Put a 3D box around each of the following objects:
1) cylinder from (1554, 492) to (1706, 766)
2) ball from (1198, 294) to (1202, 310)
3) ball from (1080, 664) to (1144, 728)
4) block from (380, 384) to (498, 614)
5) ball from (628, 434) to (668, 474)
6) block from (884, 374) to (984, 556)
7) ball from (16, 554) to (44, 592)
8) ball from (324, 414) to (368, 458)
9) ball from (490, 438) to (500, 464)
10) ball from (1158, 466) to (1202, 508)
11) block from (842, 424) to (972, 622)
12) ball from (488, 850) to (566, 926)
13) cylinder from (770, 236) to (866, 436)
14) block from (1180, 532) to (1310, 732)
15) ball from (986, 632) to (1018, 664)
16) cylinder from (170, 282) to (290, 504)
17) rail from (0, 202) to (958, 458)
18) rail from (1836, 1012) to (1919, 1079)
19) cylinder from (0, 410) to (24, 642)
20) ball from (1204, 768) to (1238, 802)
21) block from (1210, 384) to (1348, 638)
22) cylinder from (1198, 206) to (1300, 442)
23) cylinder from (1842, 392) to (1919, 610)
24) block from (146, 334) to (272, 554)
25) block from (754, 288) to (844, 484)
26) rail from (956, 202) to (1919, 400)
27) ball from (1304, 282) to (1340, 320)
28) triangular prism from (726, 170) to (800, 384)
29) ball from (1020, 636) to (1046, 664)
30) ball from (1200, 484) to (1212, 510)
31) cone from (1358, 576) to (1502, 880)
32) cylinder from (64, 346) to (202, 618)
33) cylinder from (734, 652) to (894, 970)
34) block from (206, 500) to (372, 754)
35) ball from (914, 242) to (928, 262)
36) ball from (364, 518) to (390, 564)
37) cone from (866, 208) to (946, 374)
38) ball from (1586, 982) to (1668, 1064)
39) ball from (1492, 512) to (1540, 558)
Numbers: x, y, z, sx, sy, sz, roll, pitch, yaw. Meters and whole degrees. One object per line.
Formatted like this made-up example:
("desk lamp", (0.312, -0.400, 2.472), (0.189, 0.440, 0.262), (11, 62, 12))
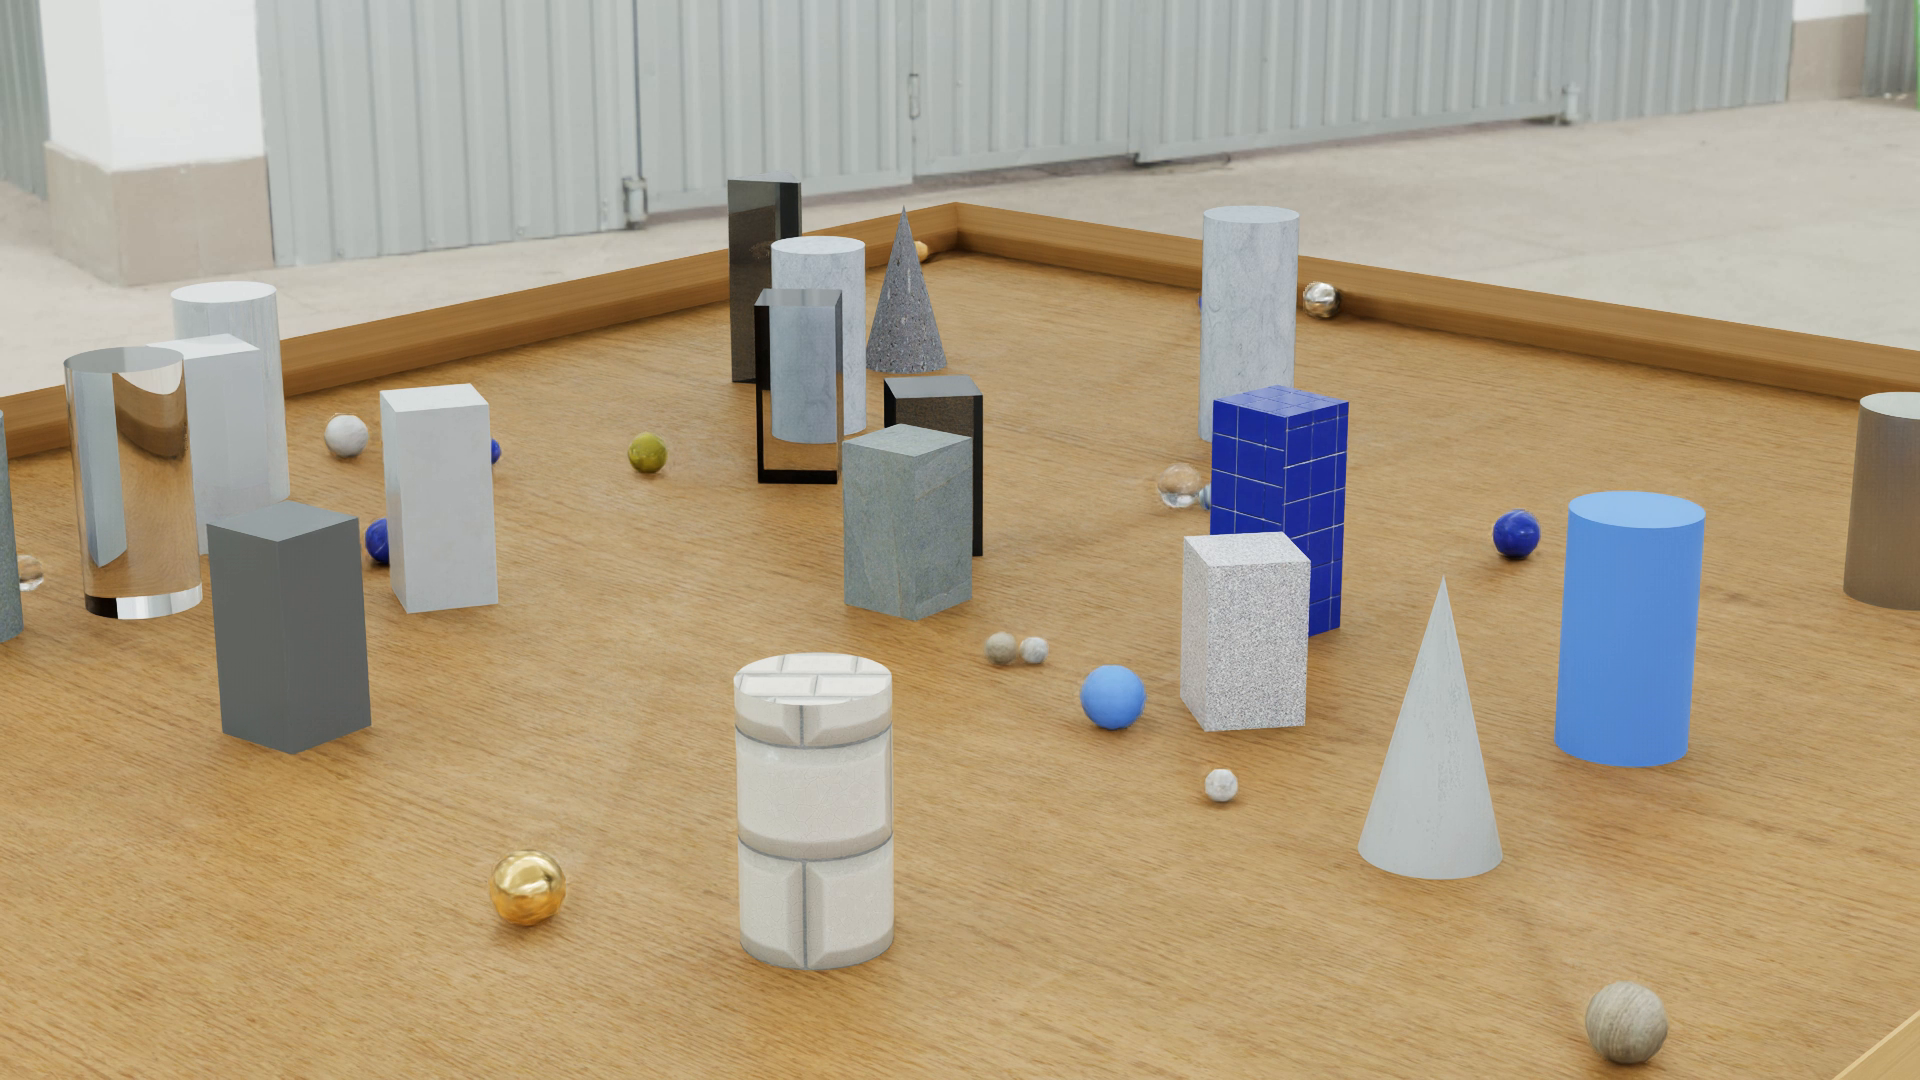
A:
("cylinder", (0.999, 0.131, 4.380), (0.198, 0.368, 0.198), (0, 17, 0))
("ball", (0.625, -0.596, 7.329), (0.058, 0.058, 0.058), (0, 17, 0))
("ball", (0.233, 0.240, 4.487), (0.099, 0.099, 0.099), (0, 17, 0))
("block", (-0.903, -0.074, 5.080), (0.158, 0.357, 0.158), (-6, 18, -20))
("ball", (-0.626, -0.173, 5.886), (0.081, 0.081, 0.081), (0, 17, 0))
("block", (-0.049, -0.134, 5.374), (0.158, 0.303, 0.158), (-3, 17, -9))
("ball", (-1.643, 0.058, 5.147), (0.065, 0.065, 0.065), (0, 17, 0))
("ball", (-1.256, -0.212, 6.002), (0.089, 0.089, 0.089), (0, 17, 0))
("ball", (-0.961, -0.180, 5.950), (0.058, 0.058, 0.058), (0, 17, 0))
("ball", (0.423, -0.103, 5.649), (0.083, 0.083, 0.083), (0, 17, 0))
("block", (-0.090, -0.033, 5.058), (0.158, 0.290, 0.158), (13, 21, 36))
("ball", (-0.559, 0.449, 3.790), (0.099, 0.099, 0.099), (0, 17, 0))
("cylinder", (-0.298, -0.432, 6.209), (0.198, 0.391, 0.198), (0, 17, 0))
("block", (0.439, 0.140, 4.530), (0.158, 0.265, 0.158), (-3, 17, -9))
("ball", (0.068, 0.176, 4.776), (0.053, 0.053, 0.053), (0, 17, 0))
("cylinder", (-1.412, -0.281, 5.680), (0.198, 0.407, 0.198), (0, 17, 0))
("rail", (-1.543, -0.354, 6.402), (0.045, 0.128, 4.724), (14, 22, 39))
("rail", (1.543, 0.419, 3.837), (0.045, 0.128, 4.724), (14, 22, 39))
("cylinder", (-1.680, -0.023, 4.884), (0.198, 0.372, 0.198), (0, 17, 0))
("ball", (0.375, 0.352, 4.202), (0.048, 0.048, 0.048), (0, 17, 0))
("block", (0.532, -0.042, 4.912), (0.158, 0.393, 0.158), (-15, 22, -40))
("cylinder", (0.602, -0.447, 6.120), (0.198, 0.471, 0.198), (0, 17, 0))
("cylinder", (1.651, -0.069, 5.094), (0.198, 0.339, 0.198), (0, 17, 0))
("block", (-1.383, -0.177, 5.405), (0.158, 0.367, 0.158), (-11, 20, -33))
("block", (-0.319, -0.307, 5.845), (0.158, 0.361, 0.158), (1, 17, 3))
("rail", (1.533, -0.477, 6.810), (4.134, 0.128, 0.045), (14, 22, 39))
("ball", (0.898, -0.592, 7.263), (0.089, 0.089, 0.089), (0, 17, 0))
("triangular prism", (-0.416, -0.594, 6.622), (0.171, 0.462, 0.148), (5, 17, 15))
("ball", (0.120, 0.180, 4.780), (0.044, 0.044, 0.044), (0, 17, 0))
("ball", (0.486, -0.082, 5.635), (0.052, 0.052, 0.052), (0, 17, 0))
("cone", (0.647, 0.236, 3.976), (0.198, 0.399, 0.198), (0, 17, 0))
("cylinder", (-1.419, -0.100, 5.037), (0.198, 0.431, 0.198), (0, 17, 0))
("cylinder", (-0.184, 0.341, 3.710), (0.198, 0.352, 0.198), (0, 17, 0))
("block", (-1.015, 0.130, 4.443), (0.158, 0.333, 0.158), (12, 21, 35))
("ball", (-0.116, -0.778, 7.932), (0.060, 0.060, 0.060), (0, 17, 0))
("ball", (-1.035, 0.000, 5.306), (0.085, 0.085, 0.085), (0, 17, 0))
("cone", (-0.129, -0.589, 6.758), (0.198, 0.375, 0.198), (0, 17, 0))
("ball", (0.778, 0.563, 3.421), (0.095, 0.095, 0.095), (0, 17, 0))
("ball", (1.012, -0.009, 5.336), (0.086, 0.086, 0.086), (0, 17, 0))
